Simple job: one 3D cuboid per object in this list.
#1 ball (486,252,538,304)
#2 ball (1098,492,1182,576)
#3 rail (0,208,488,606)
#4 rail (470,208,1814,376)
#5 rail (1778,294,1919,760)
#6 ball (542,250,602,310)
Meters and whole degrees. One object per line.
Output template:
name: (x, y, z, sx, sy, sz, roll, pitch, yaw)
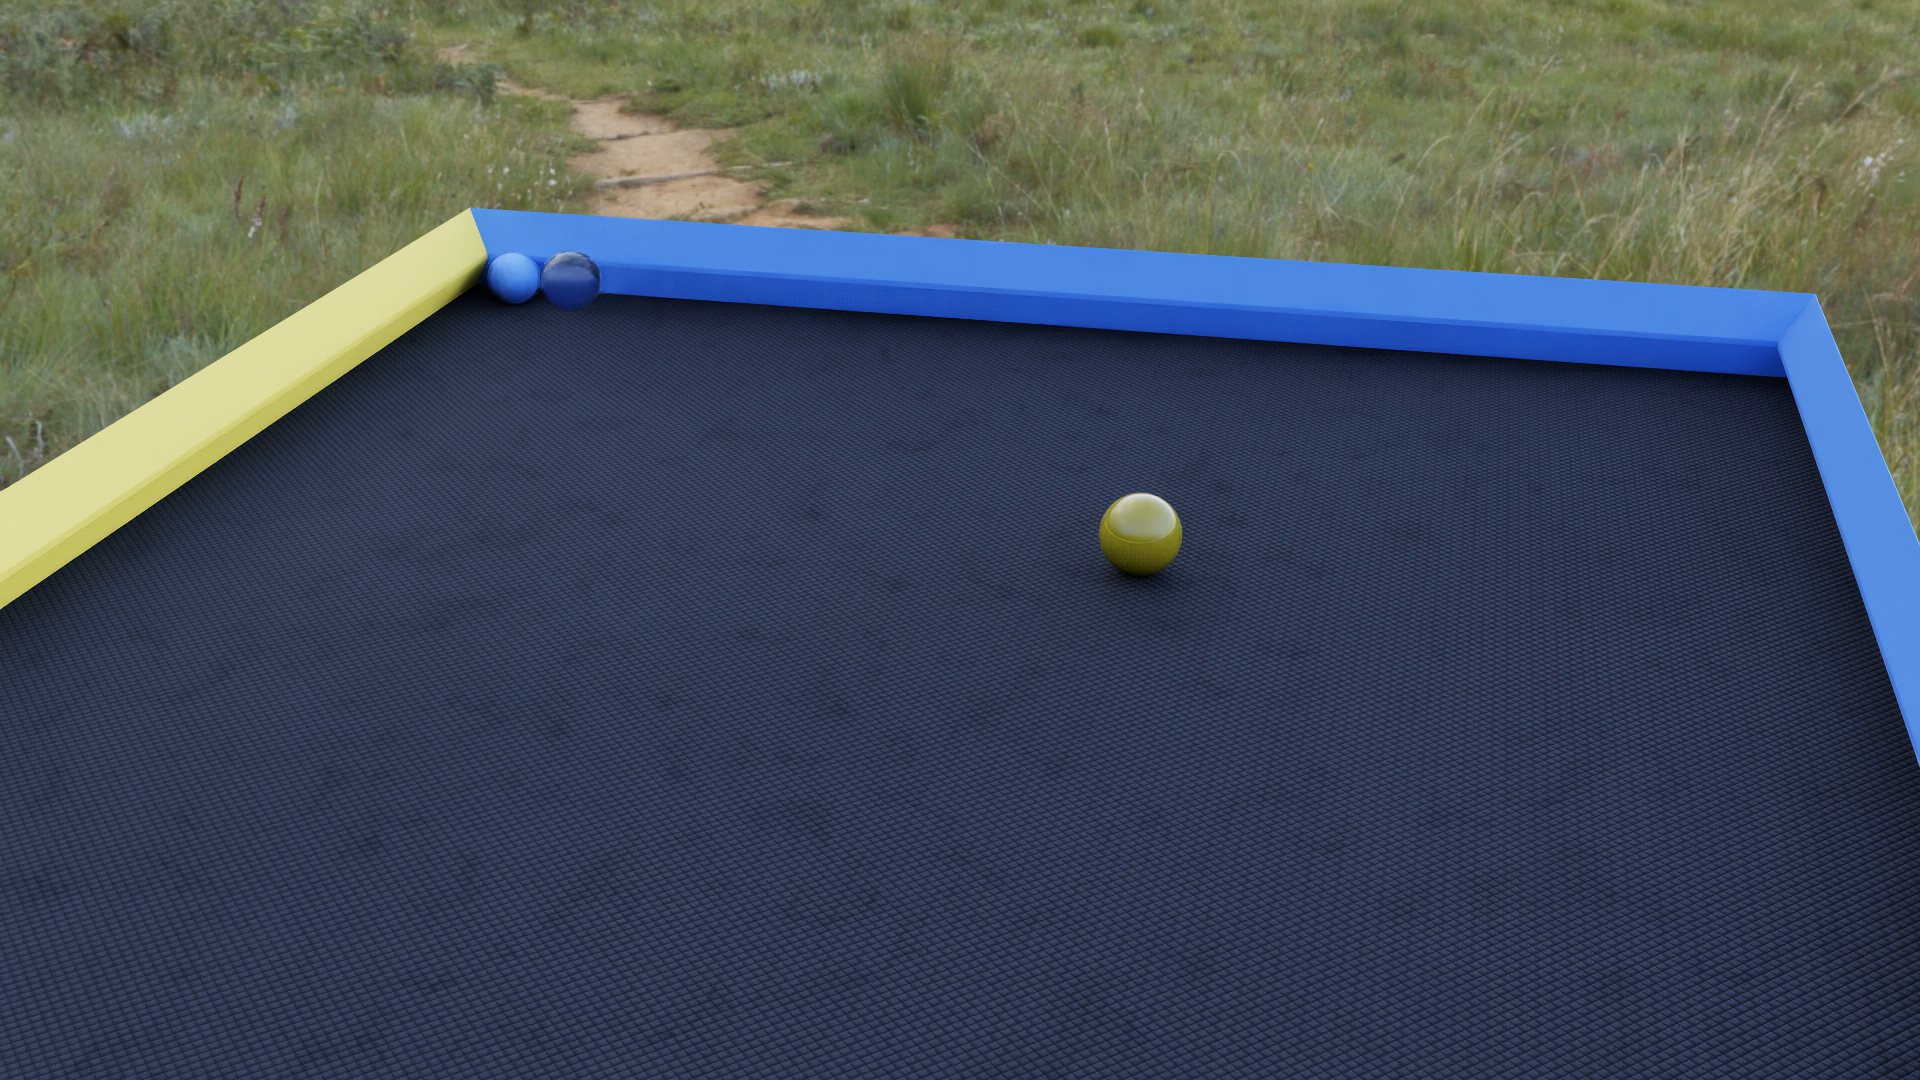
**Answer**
ball: (-0.673, -0.394, 3.311, 0.077, 0.077, 0.077, 0, 24, 0)
ball: (0.198, -0.006, 2.409, 0.092, 0.092, 0.092, 0, 24, 0)
rail: (-1.132, 0.247, 1.795, 0.045, 0.119, 3.574, 5, 24, 12)
rail: (0.196, -0.357, 3.171, 1.958, 0.119, 0.045, 5, 24, 12)
rail: (0.730, 0.420, 1.401, 0.045, 0.119, 3.574, 5, 24, 12)
ball: (-0.579, -0.387, 3.281, 0.089, 0.089, 0.089, 0, 24, 0)
